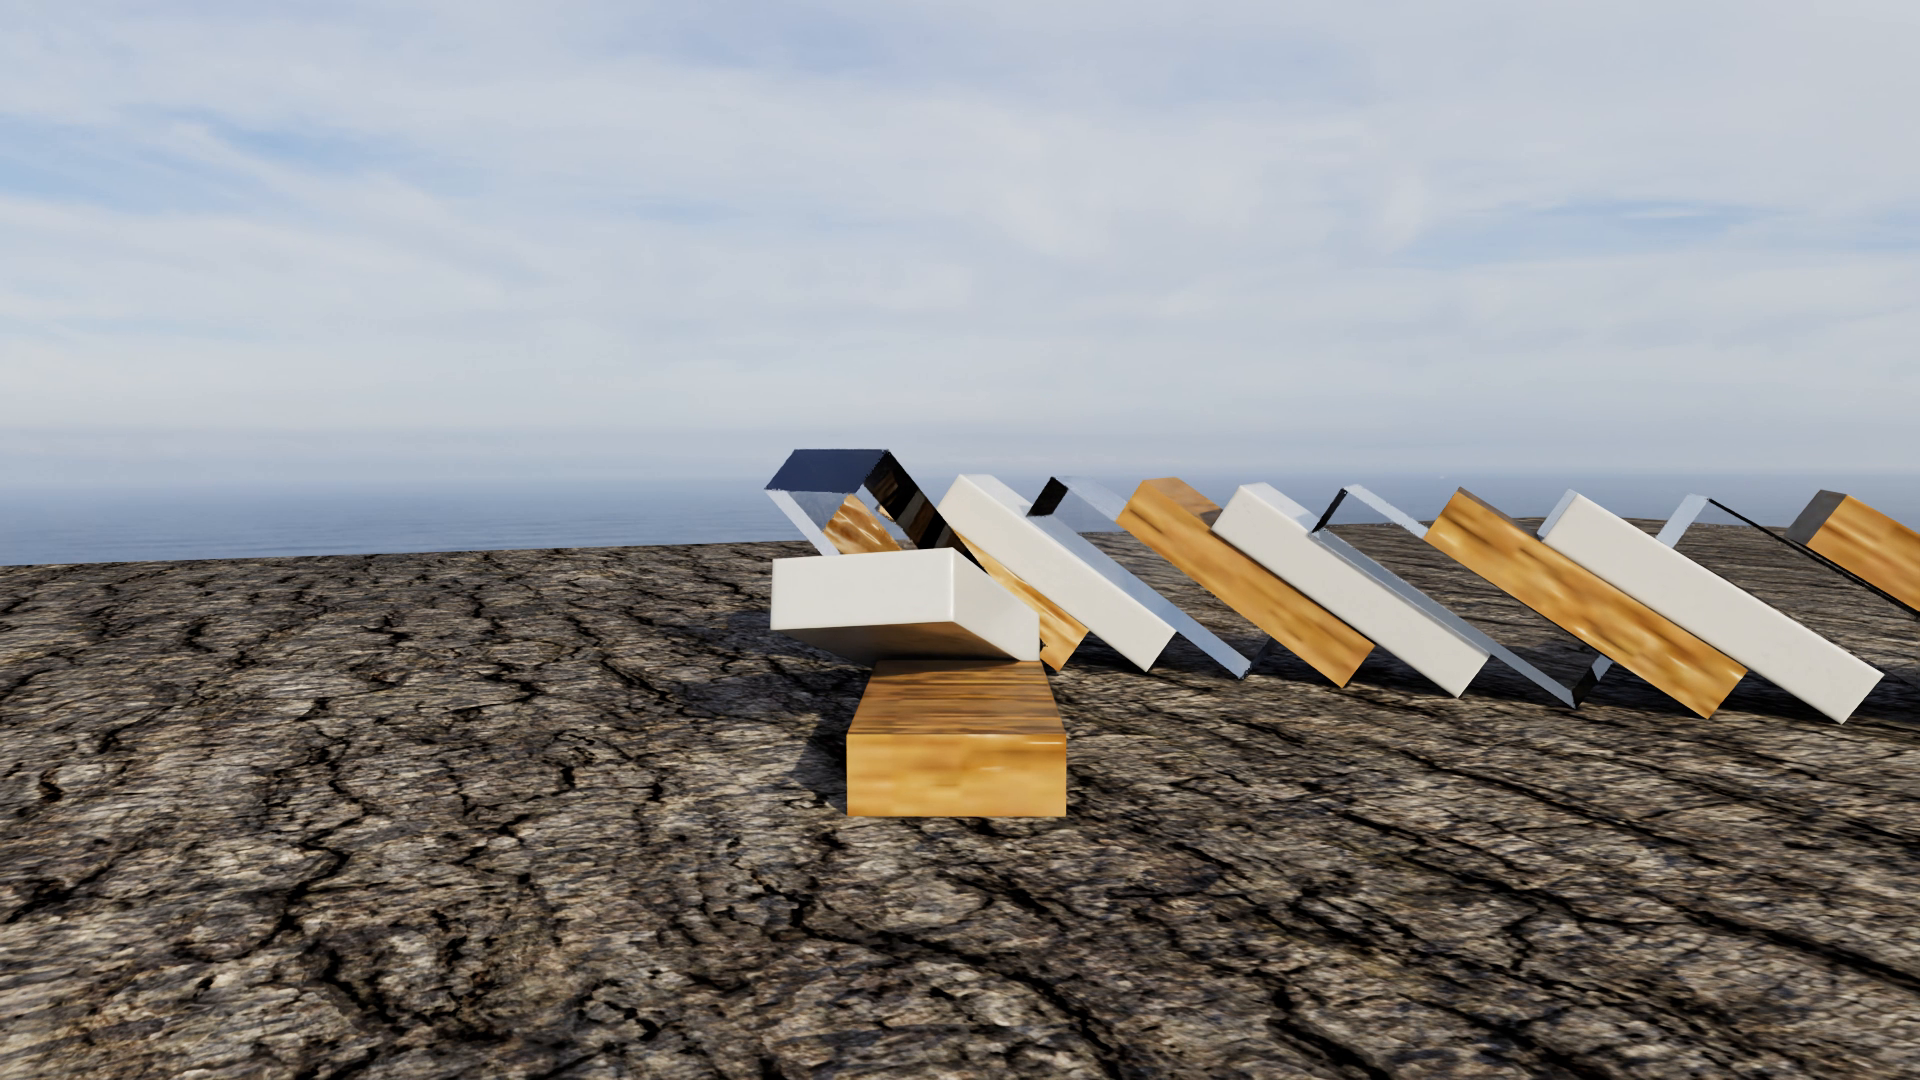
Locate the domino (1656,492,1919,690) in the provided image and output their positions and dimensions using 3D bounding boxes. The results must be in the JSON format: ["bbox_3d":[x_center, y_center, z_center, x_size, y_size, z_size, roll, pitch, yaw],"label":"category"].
[{"bbox_3d":[0.140,0.010,0.206,0.050,0.010,0.025,35,16,17],"label":"domino"}]

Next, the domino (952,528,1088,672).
[{"bbox_3d":[0.000,0.005,0.245,0.050,0.010,0.025,37,-1,-5],"label":"domino"}]

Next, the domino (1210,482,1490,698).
[{"bbox_3d":[0.071,0.008,0.232,0.050,0.010,0.025,36,17,17],"label":"domino"}]

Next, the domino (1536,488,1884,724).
[{"bbox_3d":[0.121,0.009,0.212,0.050,0.010,0.025,35,16,16],"label":"domino"}]

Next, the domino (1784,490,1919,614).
[{"bbox_3d":[0.157,0.010,0.200,0.050,0.009,0.025,36,18,19],"label":"domino"}]

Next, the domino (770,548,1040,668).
[{"bbox_3d":[-0.006,0.012,0.189,0.025,0.010,0.050,-4,-14,16],"label":"domino"}]

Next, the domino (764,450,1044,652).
[{"bbox_3d":[-0.009,0.005,0.222,0.025,0.009,0.050,4,-38,47],"label":"domino"}]

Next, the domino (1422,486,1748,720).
[{"bbox_3d":[0.103,0.009,0.216,0.050,0.010,0.025,36,16,16],"label":"domino"}]

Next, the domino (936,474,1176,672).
[{"bbox_3d":[0.020,0.005,0.252,0.050,0.009,0.025,36,11,11],"label":"domino"}]

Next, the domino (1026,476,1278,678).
[{"bbox_3d":[0.039,0.006,0.248,0.050,0.010,0.025,38,16,17],"label":"domino"}]

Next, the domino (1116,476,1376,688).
[{"bbox_3d":[0.055,0.007,0.241,0.050,0.009,0.025,38,17,17],"label":"domino"}]

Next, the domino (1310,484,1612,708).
[{"bbox_3d":[0.087,0.008,0.223,0.050,0.010,0.025,36,17,17],"label":"domino"}]

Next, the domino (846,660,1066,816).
[{"bbox_3d":[0.000,0.025,0.171,0.025,0.010,0.050,0,4,0],"label":"domino"}]
